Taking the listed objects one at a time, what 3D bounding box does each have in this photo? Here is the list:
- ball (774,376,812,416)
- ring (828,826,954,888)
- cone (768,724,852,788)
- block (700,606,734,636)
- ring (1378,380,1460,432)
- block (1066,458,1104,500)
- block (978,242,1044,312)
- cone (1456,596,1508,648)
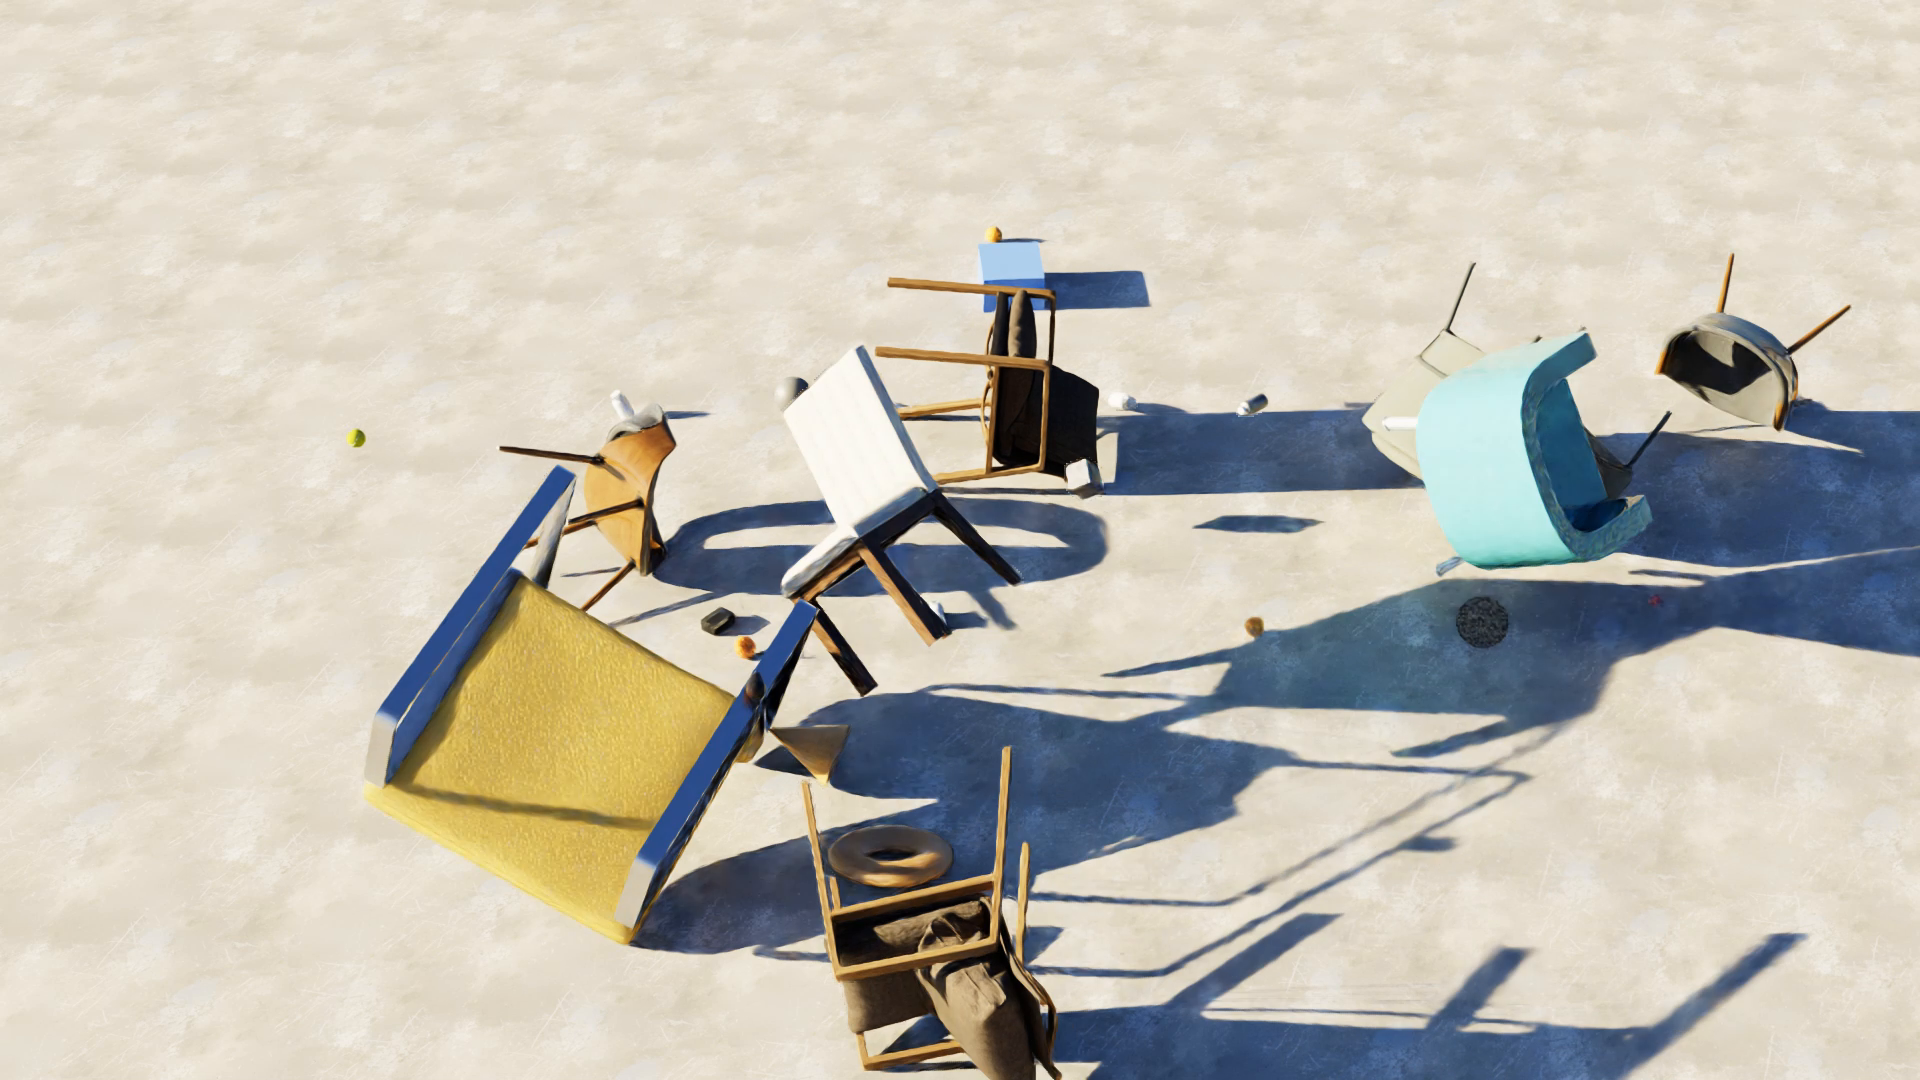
[{"bbox_3d":[-0.663,-0.575,11.677,0.154,0.154,0.154,0,33,0],"label":"ball"},{"bbox_3d":[-0.219,1.004,9.316,0.407,0.075,0.349,3,23,10],"label":"ring"},{"bbox_3d":[-0.521,0.668,9.695,0.256,0.199,0.256,21,39,3],"label":"cone"},{"bbox_3d":[-0.864,0.291,10.462,0.066,0.045,0.105,24,40,32],"label":"block"},{"bbox_3d":[1.820,-0.534,11.633,0.382,0.137,0.188,-18,36,-23],"label":"ring"},{"bbox_3d":[0.463,-0.225,10.883,0.087,0.107,0.100,-21,60,25],"label":"block"},{"bbox_3d":[0.217,-1.124,12.511,0.259,0.153,0.331,-2,33,-3],"label":"block"},{"bbox_3d":[1.850,0.287,10.401,0.188,0.181,0.094,40,8,1],"label":"cone"}]
